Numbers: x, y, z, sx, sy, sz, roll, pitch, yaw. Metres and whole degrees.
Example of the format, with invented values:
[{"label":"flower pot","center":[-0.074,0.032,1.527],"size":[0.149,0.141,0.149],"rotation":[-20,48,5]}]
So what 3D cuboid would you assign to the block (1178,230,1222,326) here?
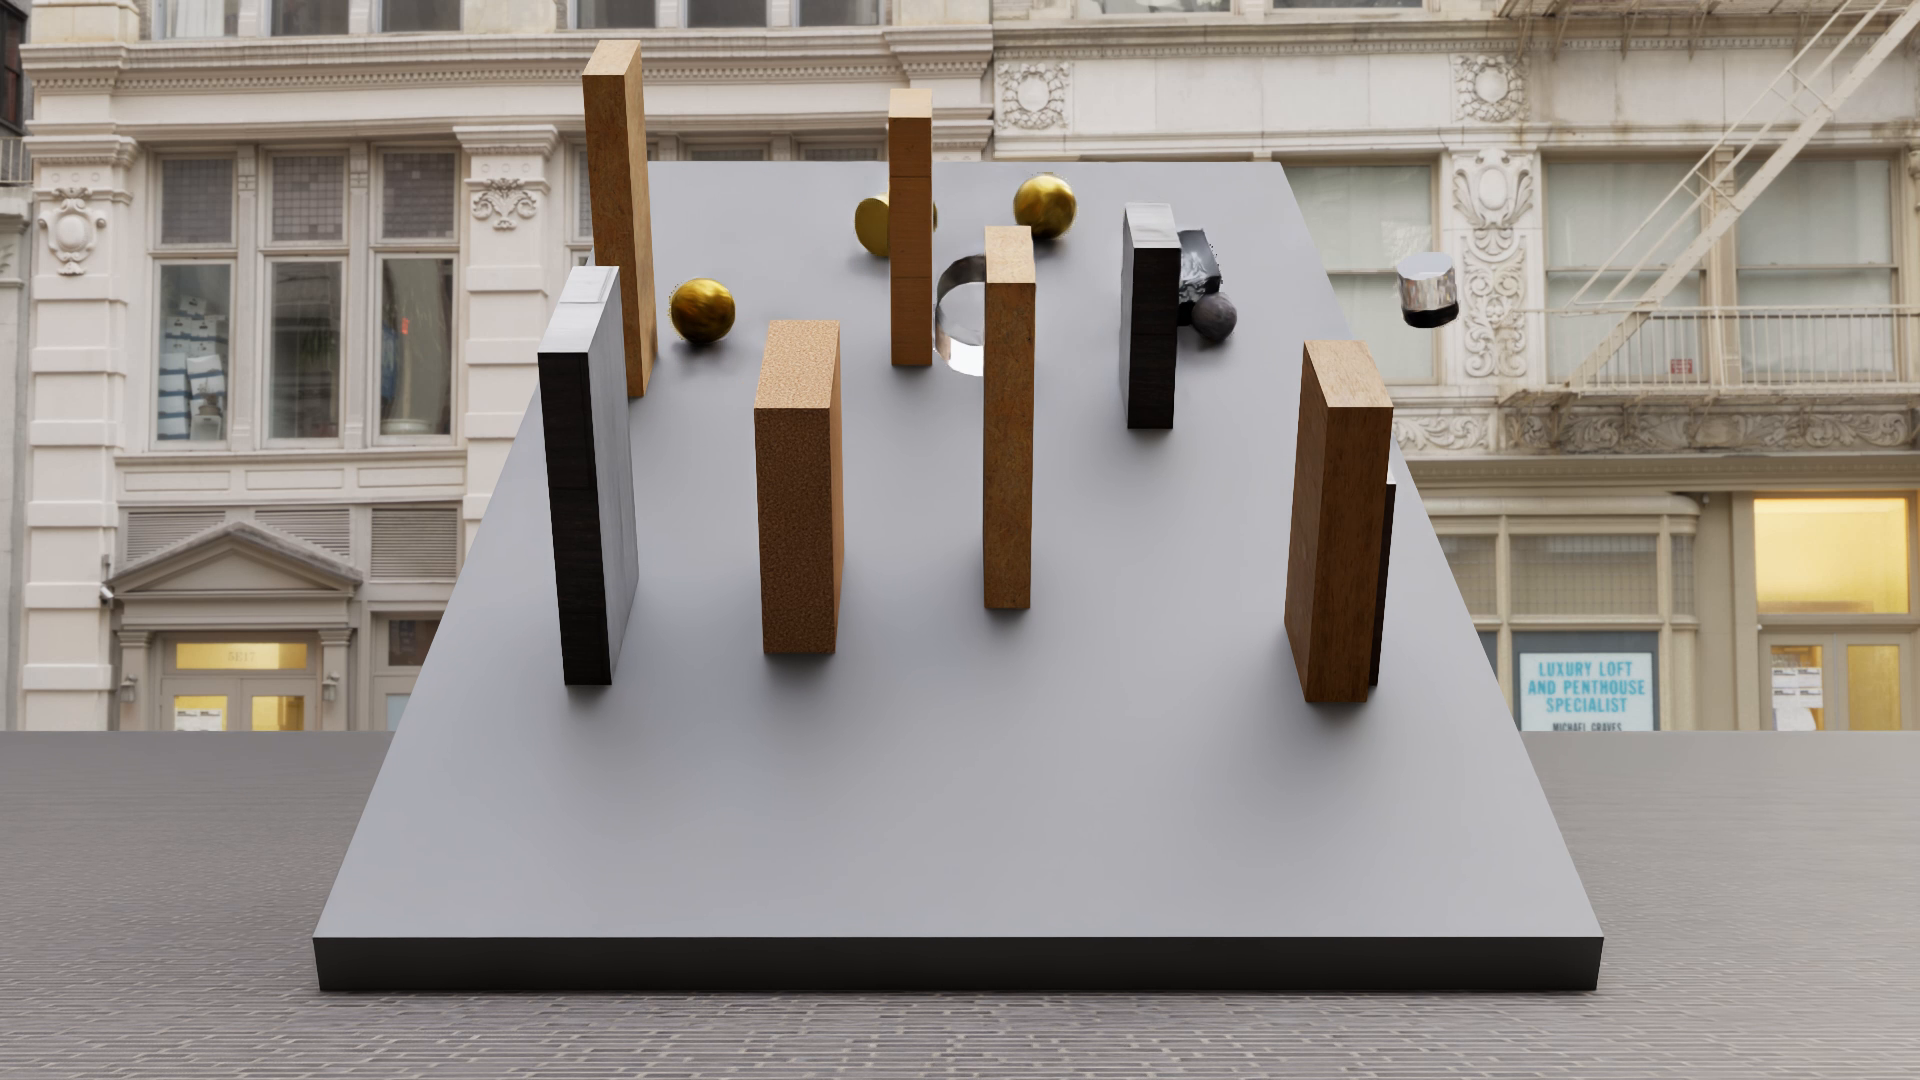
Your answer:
[{"label":"block","center":[0.544,-0.659,5.971],"size":[0.168,0.168,0.168],"rotation":[-7,-38,-12]}]

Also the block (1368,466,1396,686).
[{"label":"block","center":[0.730,0.022,4.394],"size":[0.082,0.410,0.279],"rotation":[0,26,0]}]

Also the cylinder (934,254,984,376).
[{"label":"cylinder","center":[0.046,-0.535,5.640],"size":[0.210,0.210,0.210],"rotation":[0,-25,-2]}]

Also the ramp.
[{"label":"ramp","center":[-0.010,-0.228,5.470],"size":[2.000,0.100,4.000],"rotation":[0,26,0]}]

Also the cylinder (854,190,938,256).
[{"label":"cylinder","center":[-0.176,-0.880,6.488],"size":[0.163,0.163,0.163],"rotation":[-4,17,43]}]

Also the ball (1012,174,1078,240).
[{"label":"ball","center":[0.236,-0.926,6.566],"size":[0.179,0.179,0.179],"rotation":[0,-4,0]}]

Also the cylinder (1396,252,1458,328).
[{"label":"cylinder","center":[1.198,-0.641,6.045],"size":[0.143,0.143,0.143],"rotation":[-10,34,7]}]

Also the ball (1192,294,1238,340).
[{"label":"ball","center":[0.636,-0.558,5.898],"size":[0.116,0.116,0.116],"rotation":[0,-4,0]}]

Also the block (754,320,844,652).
[{"label":"block","center":[-0.304,-0.109,4.550],"size":[0.136,0.502,0.439],"rotation":[0,26,0]}]

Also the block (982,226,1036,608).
[{"label":"block","center":[0.093,-0.241,4.623],"size":[0.090,0.676,0.324],"rotation":[0,26,0]}]

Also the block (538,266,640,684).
[{"label":"block","center":[-0.686,-0.124,4.402],"size":[0.087,0.659,0.435],"rotation":[0,26,0]}]

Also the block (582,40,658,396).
[{"label":"block","center":[-0.793,-0.753,5.543],"size":[0.094,0.772,0.304],"rotation":[0,26,0]}]

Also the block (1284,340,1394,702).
[{"label":"block","center":[0.686,-0.035,4.314],"size":[0.112,0.584,0.310],"rotation":[0,26,0]}]

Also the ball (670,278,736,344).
[{"label":"ball","center":[-0.637,-0.569,5.858],"size":[0.163,0.163,0.163],"rotation":[0,-4,0]}]

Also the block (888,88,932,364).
[{"label":"block","center":[-0.118,-0.759,5.731],"size":[0.100,0.619,0.243],"rotation":[0,26,0]}]

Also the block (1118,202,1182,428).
[{"label":"block","center":[0.436,-0.521,5.460],"size":[0.105,0.436,0.316],"rotation":[0,26,0]}]
